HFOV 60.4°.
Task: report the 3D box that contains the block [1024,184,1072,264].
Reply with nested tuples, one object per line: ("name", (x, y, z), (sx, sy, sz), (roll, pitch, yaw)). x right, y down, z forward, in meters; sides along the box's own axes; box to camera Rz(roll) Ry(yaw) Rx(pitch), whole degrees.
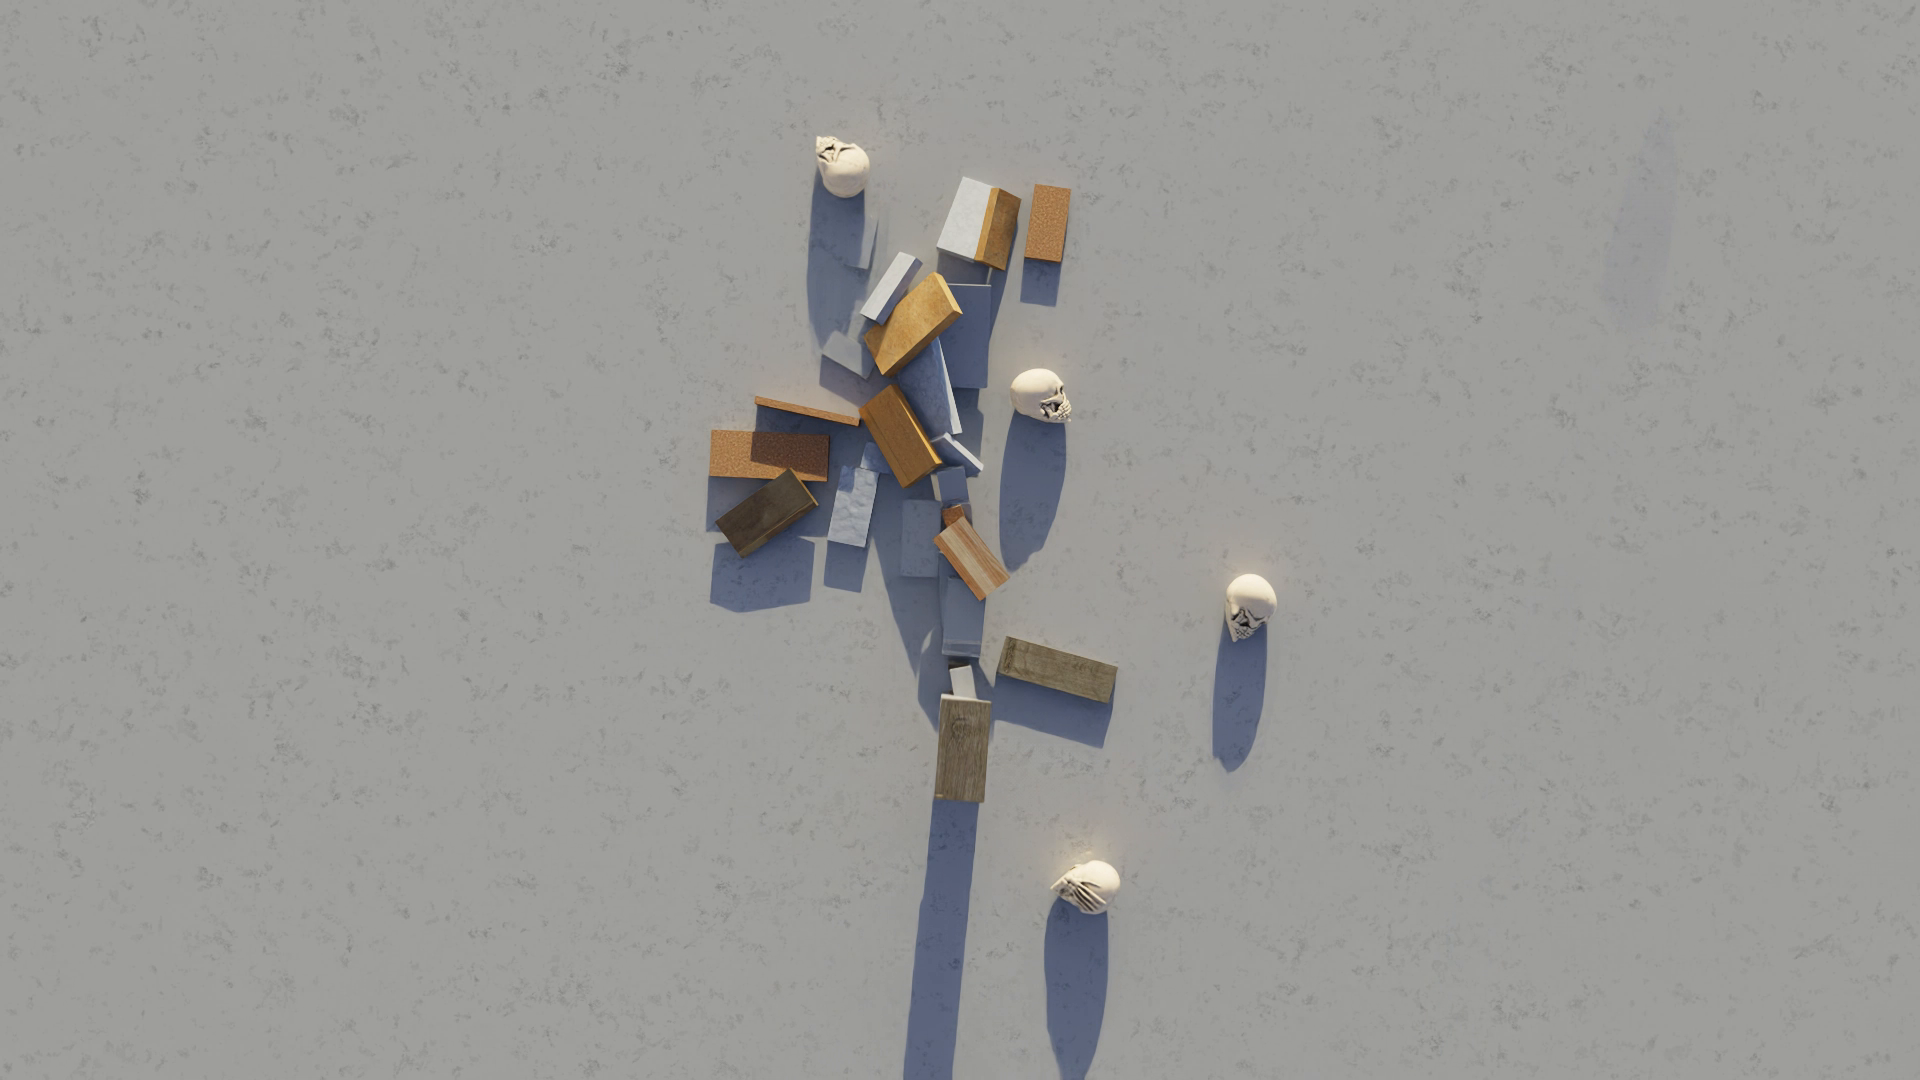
("block", (0.292, -1.052, 5.483), (0.122, 0.035, 0.244), (8, 90, 0))

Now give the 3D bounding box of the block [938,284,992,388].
("block", (0.012, -0.671, 5.420), (0.167, 0.047, 0.334), (2, 102, 0))

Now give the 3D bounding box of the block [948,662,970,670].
("block", (-0.003, 0.416, 5.429), (0.071, 0.141, 0.020), (2, 90, 0))

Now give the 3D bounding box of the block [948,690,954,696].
("block", (-0.002, 0.513, 5.429), (0.071, 0.141, 0.020), (2, 92, 0))

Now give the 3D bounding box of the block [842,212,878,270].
("block", (-0.332, -0.993, 5.488), (0.088, 0.025, 0.176), (12, 90, 0))

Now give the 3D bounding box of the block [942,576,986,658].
("block", (0.015, 0.255, 5.441), (0.127, 0.036, 0.255), (5, 98, -1))

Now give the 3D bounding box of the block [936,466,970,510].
("block", (-0.018, -0.153, 5.451), (0.091, 0.026, 0.182), (-9, 113, 2))

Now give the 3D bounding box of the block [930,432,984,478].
("block", (-0.017, -0.277, 5.423), (0.182, 0.091, 0.026), (41, 49, -25))

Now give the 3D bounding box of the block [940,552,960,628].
("block", (-0.003, 0.163, 5.464), (0.127, 0.036, 0.255), (-1, 98, 0))

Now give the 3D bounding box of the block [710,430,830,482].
("block", (-0.631, -0.280, 5.478), (0.390, 0.043, 0.153), (3, 90, 0))

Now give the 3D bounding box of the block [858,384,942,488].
("block", (-0.197, -0.341, 5.418), (0.153, 0.043, 0.307), (-36, 78, 28))

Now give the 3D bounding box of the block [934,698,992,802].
("block", (0.008, 0.639, 5.014), (0.152, 0.043, 0.303), (4, 90, 0))

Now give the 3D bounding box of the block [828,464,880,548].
("block", (-0.353, -0.112, 5.482), (0.127, 0.036, 0.255), (11, 90, 0))

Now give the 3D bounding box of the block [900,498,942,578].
("block", (-0.131, -0.007, 5.482), (0.127, 0.036, 0.255), (3, 90, 0))

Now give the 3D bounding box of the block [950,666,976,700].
("block", (0.013, 0.484, 5.348), (0.071, 0.020, 0.141), (-10, 92, 0))

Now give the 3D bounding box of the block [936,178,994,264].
("block", (0.028, -1.058, 5.451), (0.131, 0.037, 0.261), (19, 79, 4))

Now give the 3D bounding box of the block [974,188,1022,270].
("block", (0.126, -1.025, 5.442), (0.035, 0.122, 0.244), (13, 90, 40))

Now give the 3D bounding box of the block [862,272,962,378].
("block", (-0.157, -0.700, 5.376), (0.334, 0.047, 0.167), (-39, 62, 24))

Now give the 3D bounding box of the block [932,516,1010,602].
("block", (0.037, 0.061, 5.393), (0.127, 0.036, 0.255), (-37, 87, -4))

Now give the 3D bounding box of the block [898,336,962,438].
("block", (-0.111, -0.494, 5.430), (0.167, 0.047, 0.334), (-14, 90, 38))

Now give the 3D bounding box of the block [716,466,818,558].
("block", (-0.639, -0.089, 5.453), (0.307, 0.043, 0.153), (-35, 97, 6))

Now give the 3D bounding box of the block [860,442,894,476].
("block", (-0.233, -0.263, 5.487), (0.182, 0.026, 0.091), (14, 90, 0))

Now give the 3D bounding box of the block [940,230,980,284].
("block", (0.003, -0.894, 5.482), (0.131, 0.037, 0.261), (0, 90, 0))

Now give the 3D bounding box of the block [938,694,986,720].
("block", (0.012, 0.535, 5.187), (0.152, 0.303, 0.043), (9, 92, 0))

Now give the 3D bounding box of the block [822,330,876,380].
("block", (-0.363, -0.616, 5.488), (0.175, 0.025, 0.088), (30, 90, 0))

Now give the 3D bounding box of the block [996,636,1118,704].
("block", (0.322, 0.431, 5.482), (0.384, 0.036, 0.127), (16, 90, 0))

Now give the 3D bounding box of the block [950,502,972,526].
("block", (0.008, -0.060, 5.466), (0.067, 0.019, 0.133), (-5, 112, 0))

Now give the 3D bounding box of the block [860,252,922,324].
("block", (-0.227, -0.830, 5.440), (0.035, 0.122, 0.244), (33, 90, -34))

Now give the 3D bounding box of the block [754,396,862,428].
("block", (-0.503, -0.424, 5.456), (0.349, 0.088, 0.025), (12, 90, 0))

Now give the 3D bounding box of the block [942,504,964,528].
("block", (-0.008, -0.043, 5.437), (0.067, 0.019, 0.133), (-19, 100, 3))
